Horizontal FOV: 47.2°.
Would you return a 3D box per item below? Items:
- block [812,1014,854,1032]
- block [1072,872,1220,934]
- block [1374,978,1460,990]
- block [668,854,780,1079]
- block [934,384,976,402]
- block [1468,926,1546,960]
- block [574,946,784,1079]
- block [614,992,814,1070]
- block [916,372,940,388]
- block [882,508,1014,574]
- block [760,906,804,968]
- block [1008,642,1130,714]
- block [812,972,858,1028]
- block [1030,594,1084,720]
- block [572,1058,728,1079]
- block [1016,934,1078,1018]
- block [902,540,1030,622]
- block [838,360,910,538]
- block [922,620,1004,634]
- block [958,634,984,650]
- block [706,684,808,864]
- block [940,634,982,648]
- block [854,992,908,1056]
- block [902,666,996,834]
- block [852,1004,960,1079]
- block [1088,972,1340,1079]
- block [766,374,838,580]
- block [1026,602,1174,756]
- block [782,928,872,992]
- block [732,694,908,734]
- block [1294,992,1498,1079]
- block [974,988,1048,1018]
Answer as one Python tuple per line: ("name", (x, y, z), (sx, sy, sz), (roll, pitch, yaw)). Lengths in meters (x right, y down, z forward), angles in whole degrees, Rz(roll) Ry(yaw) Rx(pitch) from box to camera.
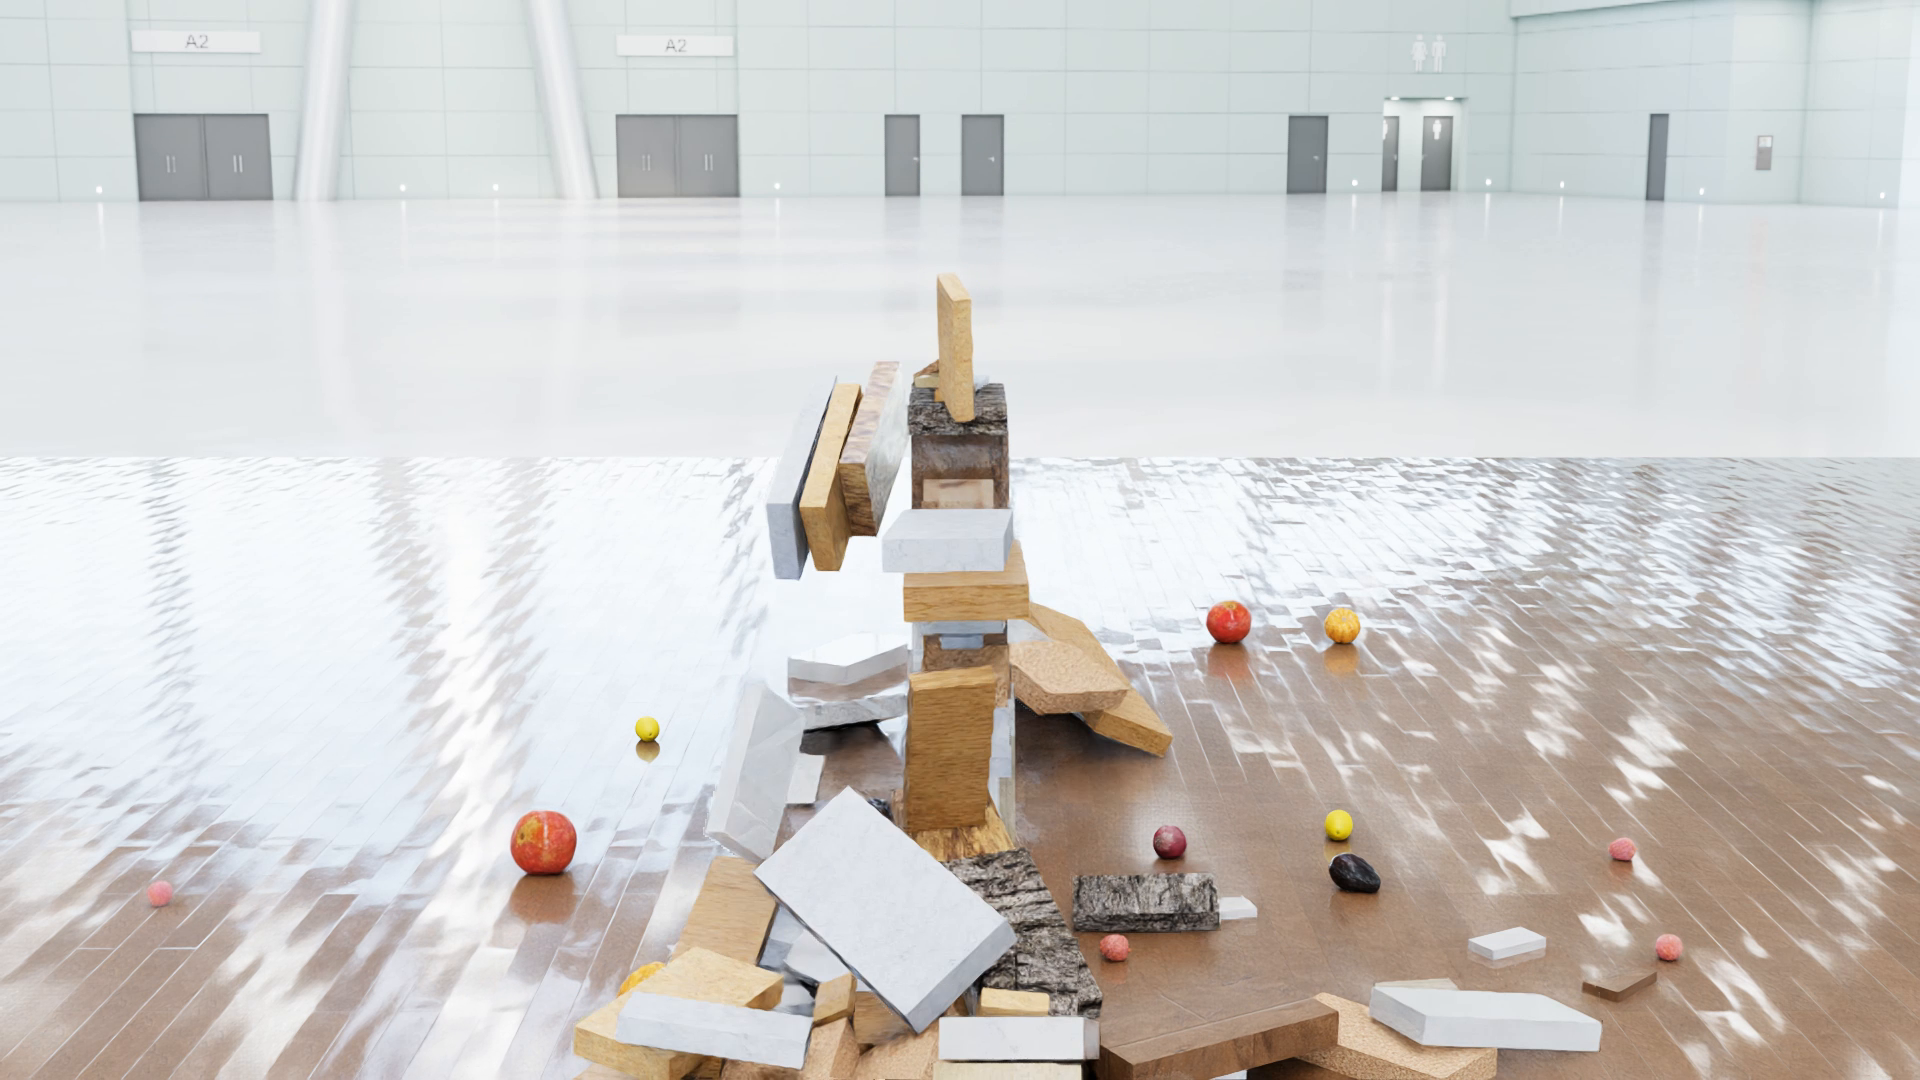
("block", (-0.178, 0.696, 3.036), (0.079, 0.022, 0.158), (8, 13, 37))
("block", (0.297, 0.581, 3.527), (0.230, 0.033, 0.115), (-2, 24, 4))
("block", (0.671, 0.664, 3.224), (0.116, 0.016, 0.058), (-2, 11, -9))
("block", (-0.342, 0.587, 3.102), (0.115, 0.033, 0.608), (7, 16, 2))
("block", (-0.008, -0.264, 3.938), (0.063, 0.018, 0.125), (1, 11, 5))
("block", (0.851, 0.628, 3.423), (0.111, 0.016, 0.055), (-6, 12, -30))
("block", (-0.361, 0.616, 2.858), (0.140, 0.040, 0.280), (13, 17, 23))
("block", (-0.299, 0.601, 2.699), (0.228, 0.032, 0.114), (8, 3, 1))
("block", (-0.028, -0.290, 3.970), (0.063, 0.018, 0.125), (0, 8, 21))
("block", (-0.014, -0.001, 3.343), (0.176, 0.050, 0.352), (-1, 8, 4))
("block", (-0.247, 0.593, 3.388), (0.145, 0.041, 0.340), (12, 6, 0))
("block", (0.187, 0.270, 4.349), (0.168, 0.048, 0.336), (39, 17, 26))
("block", (-0.176, 0.649, 3.095), (0.055, 0.016, 0.111), (-24, 14, 8))
("block", (0.146, 0.181, 5.487), (0.163, 0.046, 1.566), (39, 5, -11))
("block", (-0.420, 0.718, 2.867), (0.145, 0.041, 0.290), (4, 11, 23))
("block", (0.113, 0.582, 2.861), (0.079, 0.022, 0.158), (6, 36, -2))
("block", (0.008, 0.057, 3.281), (0.176, 0.050, 0.476), (-1, 8, 0))
("block", (-0.158, -0.176, 4.170), (0.048, 0.168, 0.337), (1, 38, 12))
("block", (0.008, 0.102, 3.256), (0.117, 0.033, 0.234), (-1, 8, 2))
("block", (0.005, 0.144, 3.386), (0.062, 0.017, 0.123), (0, 12, 4))
("block", (-0.288, 0.333, 3.137), (0.032, 0.228, 0.114), (-5, -32, 32))
("block", (0.003, 0.141, 3.298), (0.062, 0.017, 0.123), (-1, 9, 1))
("block", (-0.107, 0.672, 3.045), (0.081, 0.023, 0.163), (3, 13, -3))
("block", (-0.017, 0.301, 3.132), (0.117, 0.291, 0.033), (-5, 41, -11))
("block", (-0.087, 0.680, 2.709), (0.169, 0.048, 0.357), (-33, 0, 7))
("block", (0.321, 0.659, 2.946), (0.338, 0.048, 0.169), (-6, 12, -30))
("block", (-0.291, -0.125, 4.170), (0.048, 0.168, 0.460), (2, 34, 8))
("block", (0.273, 0.284, 4.709), (0.168, 0.048, 0.614), (22, 13, -22))
("block", (-0.170, 0.622, 3.185), (0.155, 0.022, 0.077), (24, 51, 13))
("block", (-0.289, 0.371, 4.579), (0.327, 0.046, 0.163), (-6, -8, -28))
("block", (0.573, 0.693, 3.005), (0.280, 0.040, 0.140), (10, 14, 42))
("block", (0.059, 0.603, 2.736), (0.081, 0.023, 0.163), (6, -33, -3))
